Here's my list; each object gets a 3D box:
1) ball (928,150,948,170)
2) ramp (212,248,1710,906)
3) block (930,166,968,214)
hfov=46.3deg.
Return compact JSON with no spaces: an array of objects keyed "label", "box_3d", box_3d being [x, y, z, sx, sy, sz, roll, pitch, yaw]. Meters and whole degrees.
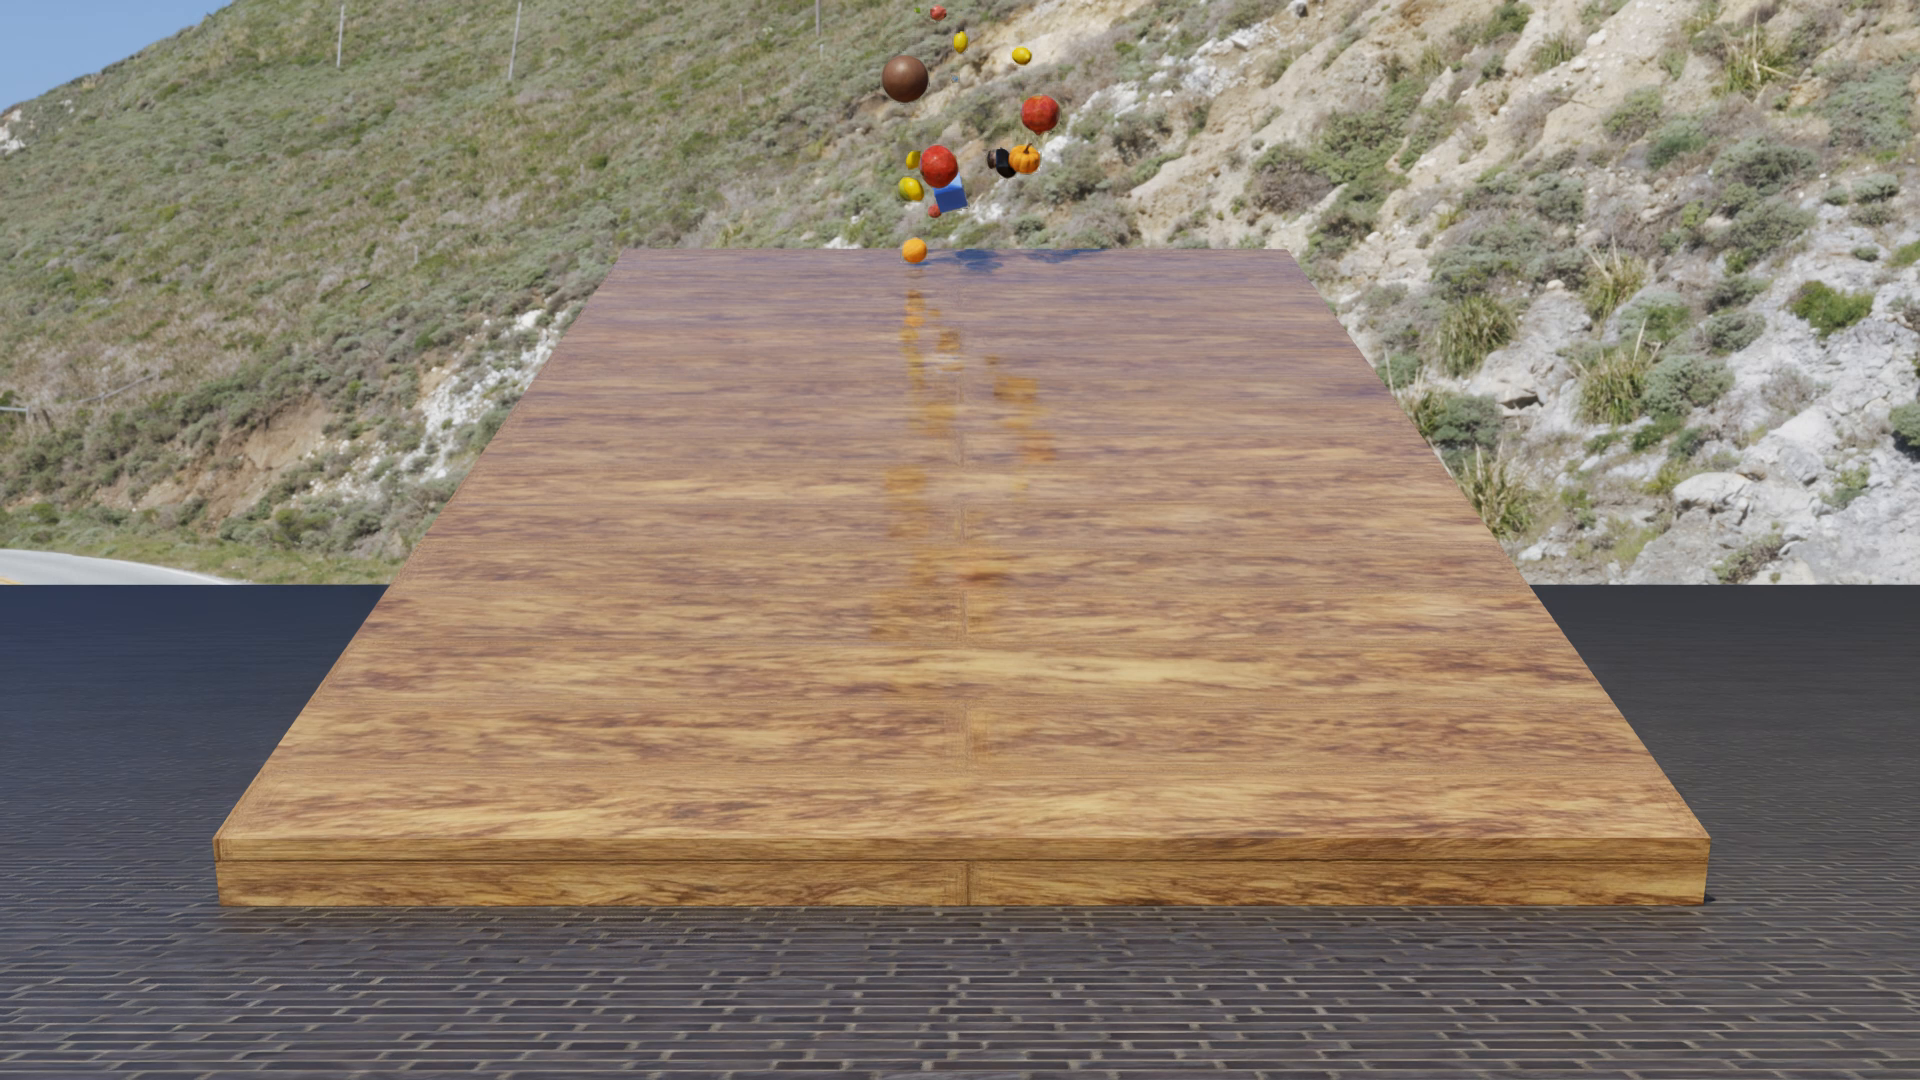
[{"label":"ball","box_3d":[-0.063,-1.114,6.586,0.059,0.059,0.059,0,-1,0]},{"label":"ramp","box_3d":[-0.004,-0.194,4.909,2.000,0.100,4.000,0,19,0]},{"label":"block","box_3d":[-0.032,-1.021,6.550,0.084,0.084,0.084,-14,-33,5]}]
